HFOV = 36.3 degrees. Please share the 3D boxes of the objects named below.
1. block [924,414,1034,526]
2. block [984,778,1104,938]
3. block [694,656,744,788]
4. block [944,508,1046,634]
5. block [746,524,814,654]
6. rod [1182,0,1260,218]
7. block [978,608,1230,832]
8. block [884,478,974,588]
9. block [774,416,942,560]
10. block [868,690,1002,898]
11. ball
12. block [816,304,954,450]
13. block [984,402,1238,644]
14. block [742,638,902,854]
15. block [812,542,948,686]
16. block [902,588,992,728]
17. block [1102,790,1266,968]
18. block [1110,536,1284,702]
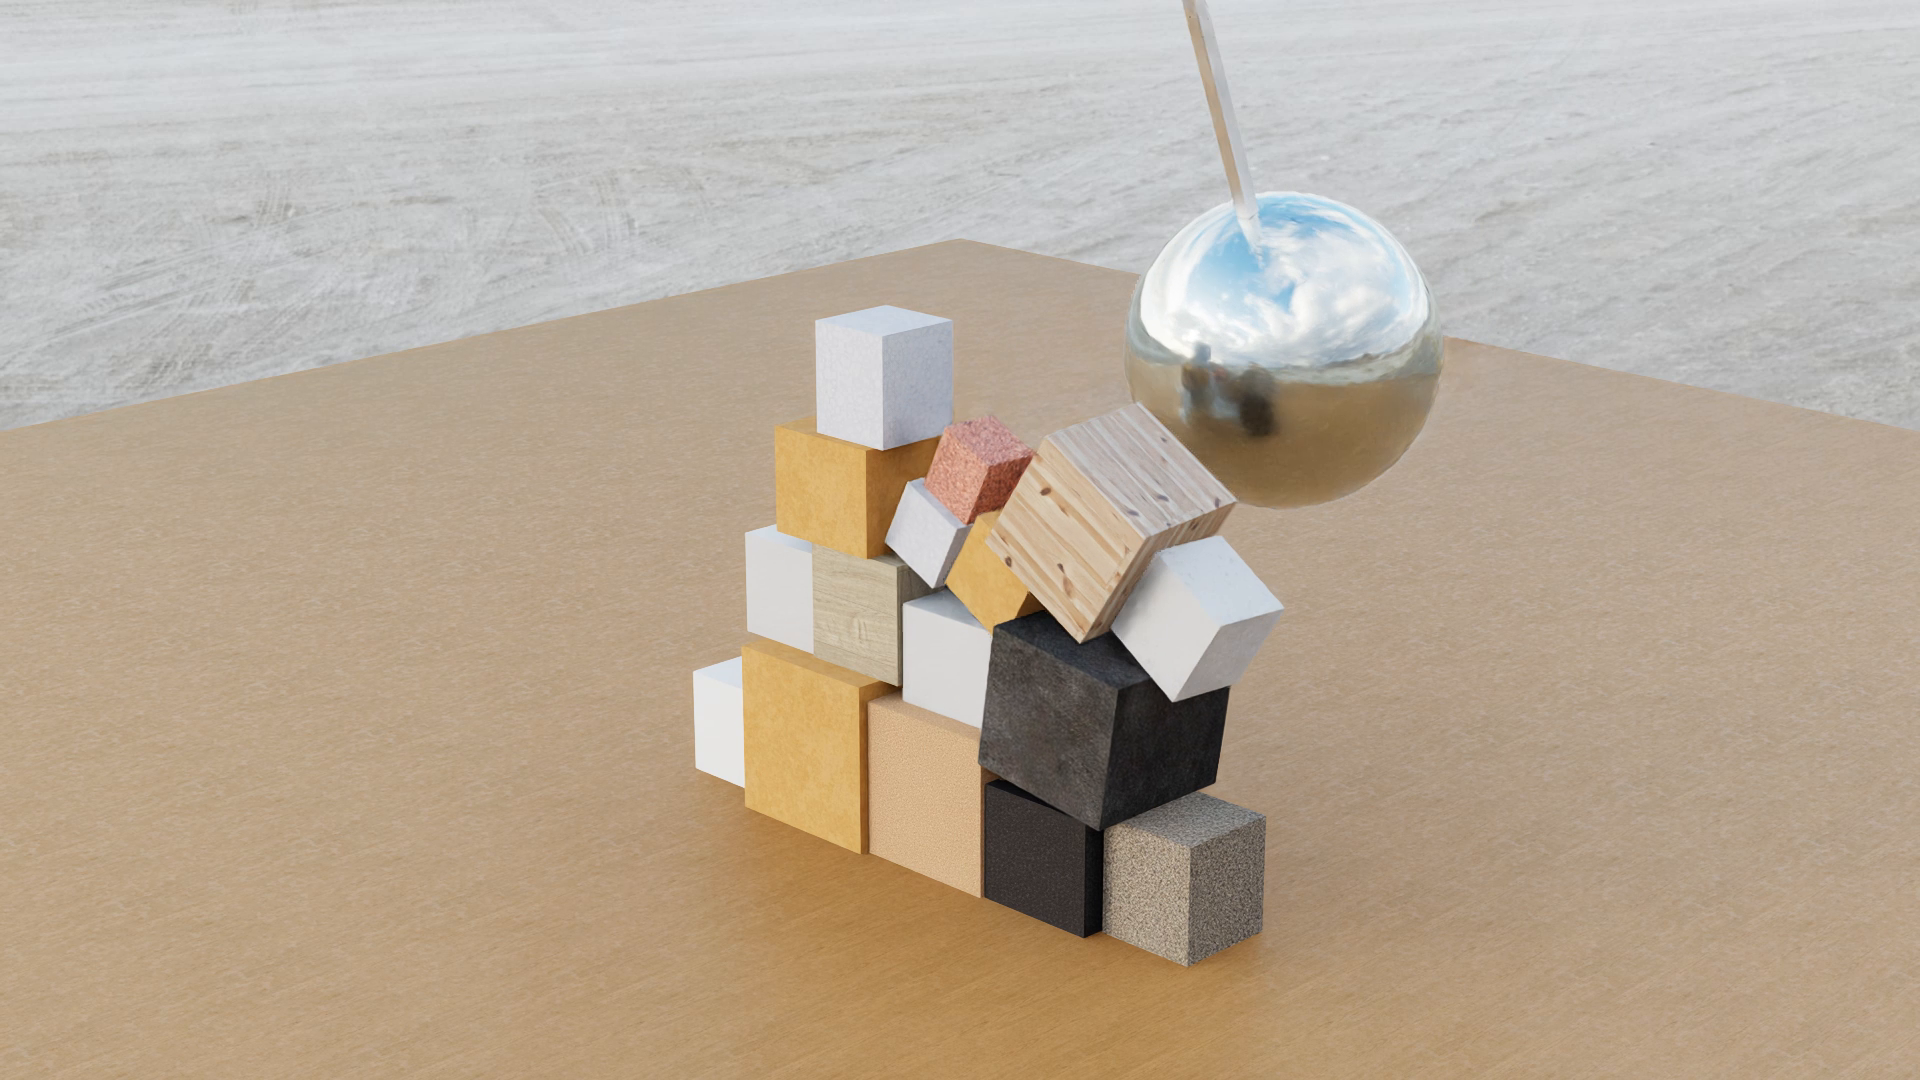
[{"bbox_3d":[0.086,-0.316,13.159,0.298,0.335,0.301,-17,50,-42],"label":"block"},{"bbox_3d":[0.573,1.339,13.163,0.698,0.553,0.606,-17,24,-42],"label":"block"},{"bbox_3d":[-0.947,0.900,14.622,0.524,0.516,0.542,-17,24,-42],"label":"block"},{"bbox_3d":[0.299,0.125,13.042,0.481,0.416,0.406,-17,54,-42],"label":"block"},{"bbox_3d":[-0.675,0.201,14.117,0.505,0.497,0.492,-17,24,-42],"label":"block"},{"bbox_3d":[0.703,-3.674,12.924,0.080,5.200,0.080,17,46,42],"label":"rod"},{"bbox_3d":[0.642,0.728,12.897,0.771,0.679,0.738,-17,32,-42],"label":"block"},{"bbox_3d":[-0.038,-0.064,13.355,0.401,0.350,0.351,-17,50,-42],"label":"block"},{"bbox_3d":[-0.445,-0.281,13.702,0.563,0.515,0.617,-17,24,-42],"label":"block"},{"bbox_3d":[0.100,1.098,13.599,0.730,0.751,0.756,17,24,42],"label":"block"},{"bbox_3d":[1.623,-0.952,14.743,1.600,1.600,1.600,0,17,0],"label":"ball"},{"bbox_3d":[-0.345,-0.750,13.452,0.447,0.529,0.441,-17,24,-42],"label":"block"},{"bbox_3d":[0.645,-0.080,12.600,0.632,0.658,0.634,-21,60,-44],"label":"block"},{"bbox_3d":[-0.474,0.901,14.096,0.789,0.828,0.818,-17,24,-42],"label":"block"},{"bbox_3d":[-0.294,0.279,13.739,0.551,0.575,0.570,-17,24,-42],"label":"block"},{"bbox_3d":[0.119,0.522,13.392,0.502,0.473,0.578,-17,24,-42],"label":"block"},{"bbox_3d":[0.976,1.458,12.787,0.503,0.551,0.491,-17,24,-42],"label":"block"},{"bbox_3d":[1.004,0.330,12.435,0.404,0.466,0.447,-13,53,-41],"label":"block"}]
